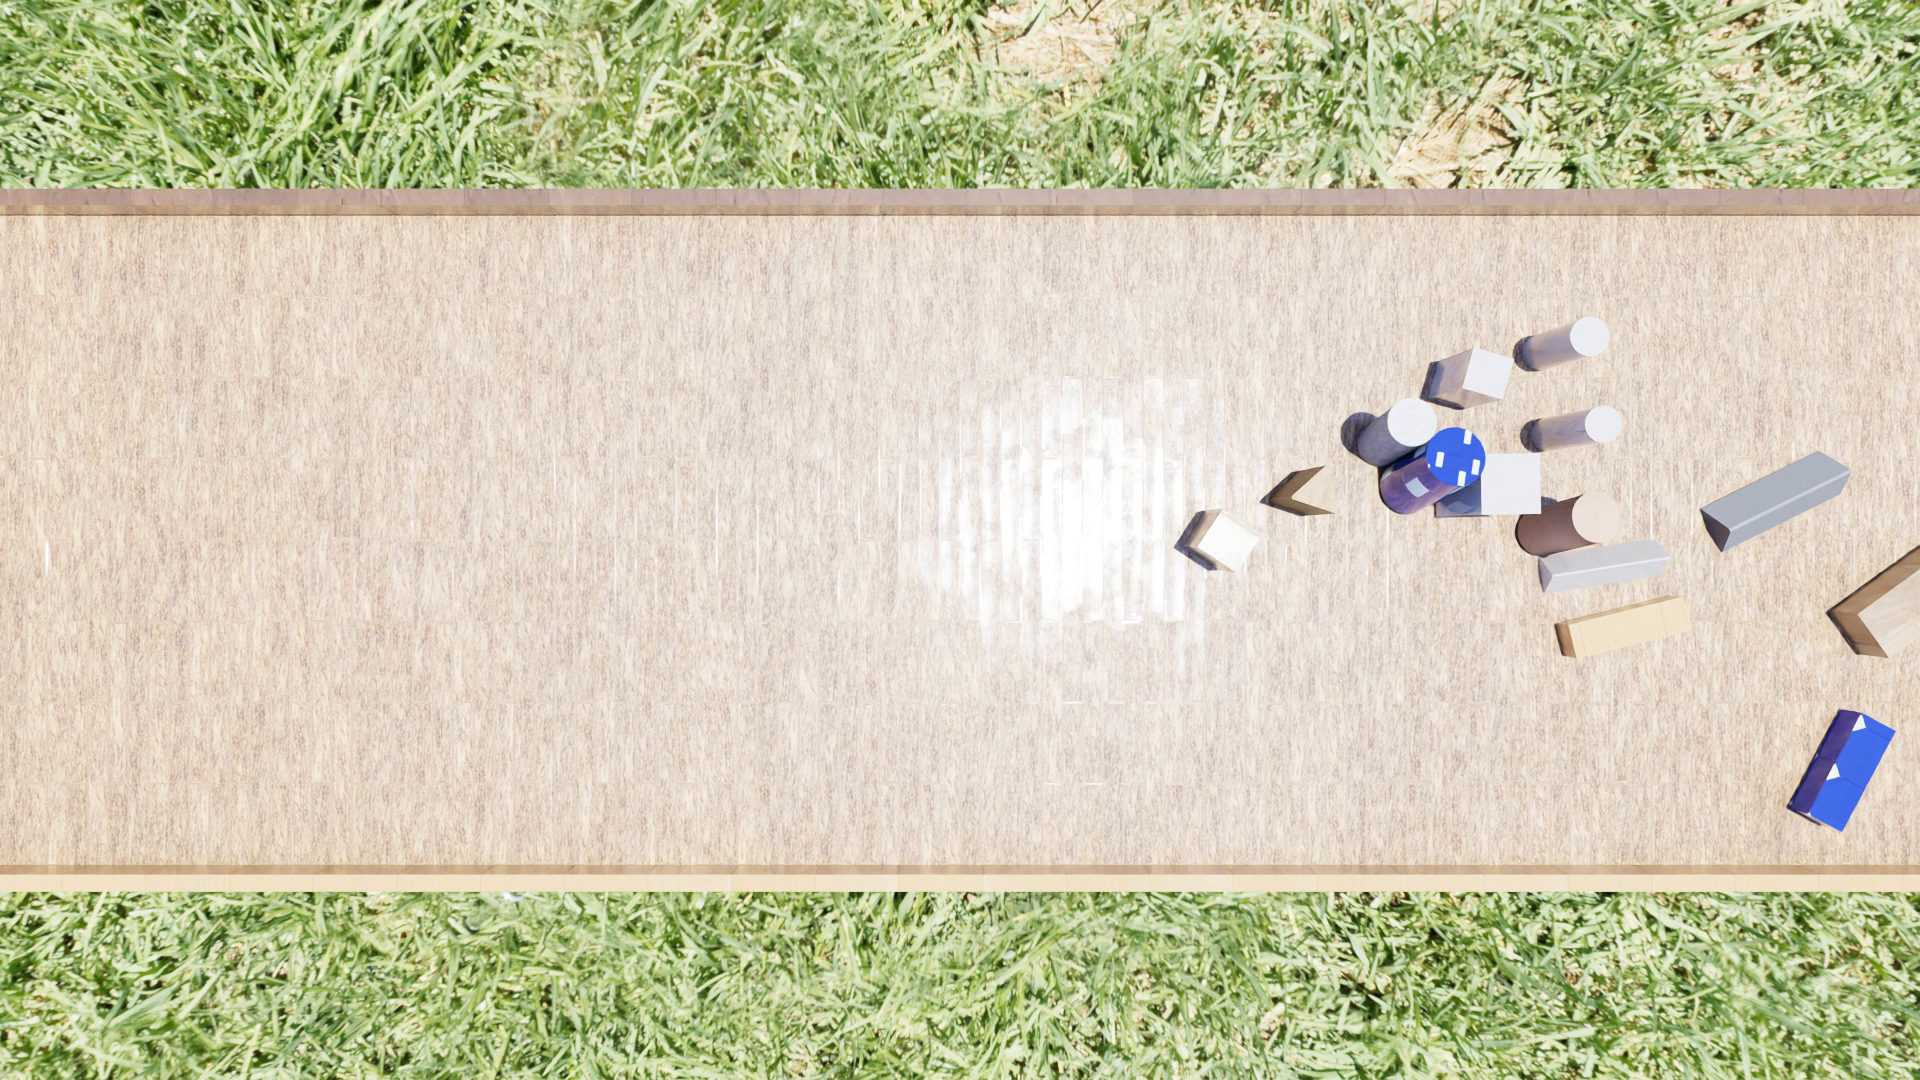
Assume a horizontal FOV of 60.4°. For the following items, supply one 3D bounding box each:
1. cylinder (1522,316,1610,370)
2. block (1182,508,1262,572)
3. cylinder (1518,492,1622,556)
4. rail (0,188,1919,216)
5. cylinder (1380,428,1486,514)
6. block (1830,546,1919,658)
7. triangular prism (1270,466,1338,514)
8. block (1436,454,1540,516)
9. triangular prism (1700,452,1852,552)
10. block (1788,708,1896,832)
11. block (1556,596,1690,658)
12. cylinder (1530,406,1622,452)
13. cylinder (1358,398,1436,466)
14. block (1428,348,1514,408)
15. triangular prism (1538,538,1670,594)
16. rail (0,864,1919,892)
[{"bbox_3d":[1.787,-0.577,4.878,0.111,0.397,0.111,0,90,0],"label":"cylinder"},{"bbox_3d":[0.774,0.001,4.902,0.133,0.350,0.133,33,90,0],"label":"block"},{"bbox_3d":[1.803,-0.044,4.894,0.148,0.346,0.148,1,83,-7],"label":"cylinder"},{"bbox_3d":[-2.247,-1.025,5.002,12.000,0.150,0.050,0,90,0],"label":"rail"},{"bbox_3d":[1.387,-0.199,4.859,0.172,0.410,0.172,1,80,-4],"label":"cylinder"},{"bbox_3d":[2.878,0.175,4.995,0.383,0.163,0.163,-36,90,0],"label":"block"},{"bbox_3d":[1.034,-0.156,4.896,0.139,0.361,0.120,18,90,0],"label":"triangular prism"},{"bbox_3d":[1.560,-0.160,4.888,0.173,0.366,0.173,-1,90,-4],"label":"block"},{"bbox_3d":[2.491,-0.119,5.009,0.405,0.128,0.148,-26,90,0],"label":"triangular prism"},{"bbox_3d":[2.682,0.699,5.018,0.117,0.117,0.346,28,90,0],"label":"block"},{"bbox_3d":[2.020,0.264,5.024,0.355,0.104,0.104,-14,90,0],"label":"block"},{"bbox_3d":[1.809,-0.325,4.856,0.104,0.441,0.104,0,90,0],"label":"cylinder"},{"bbox_3d":[1.281,-0.312,4.854,0.137,0.434,0.137,0,85,3],"label":"cylinder"},{"bbox_3d":[1.514,-0.477,4.902,0.120,0.348,0.120,16,90,0],"label":"block"},{"bbox_3d":[1.964,0.081,5.025,0.358,0.098,0.114,-9,90,0],"label":"triangular prism"},{"bbox_3d":[-2.247,1.025,5.001,12.000,0.150,0.050,0,90,0],"label":"rail"}]
